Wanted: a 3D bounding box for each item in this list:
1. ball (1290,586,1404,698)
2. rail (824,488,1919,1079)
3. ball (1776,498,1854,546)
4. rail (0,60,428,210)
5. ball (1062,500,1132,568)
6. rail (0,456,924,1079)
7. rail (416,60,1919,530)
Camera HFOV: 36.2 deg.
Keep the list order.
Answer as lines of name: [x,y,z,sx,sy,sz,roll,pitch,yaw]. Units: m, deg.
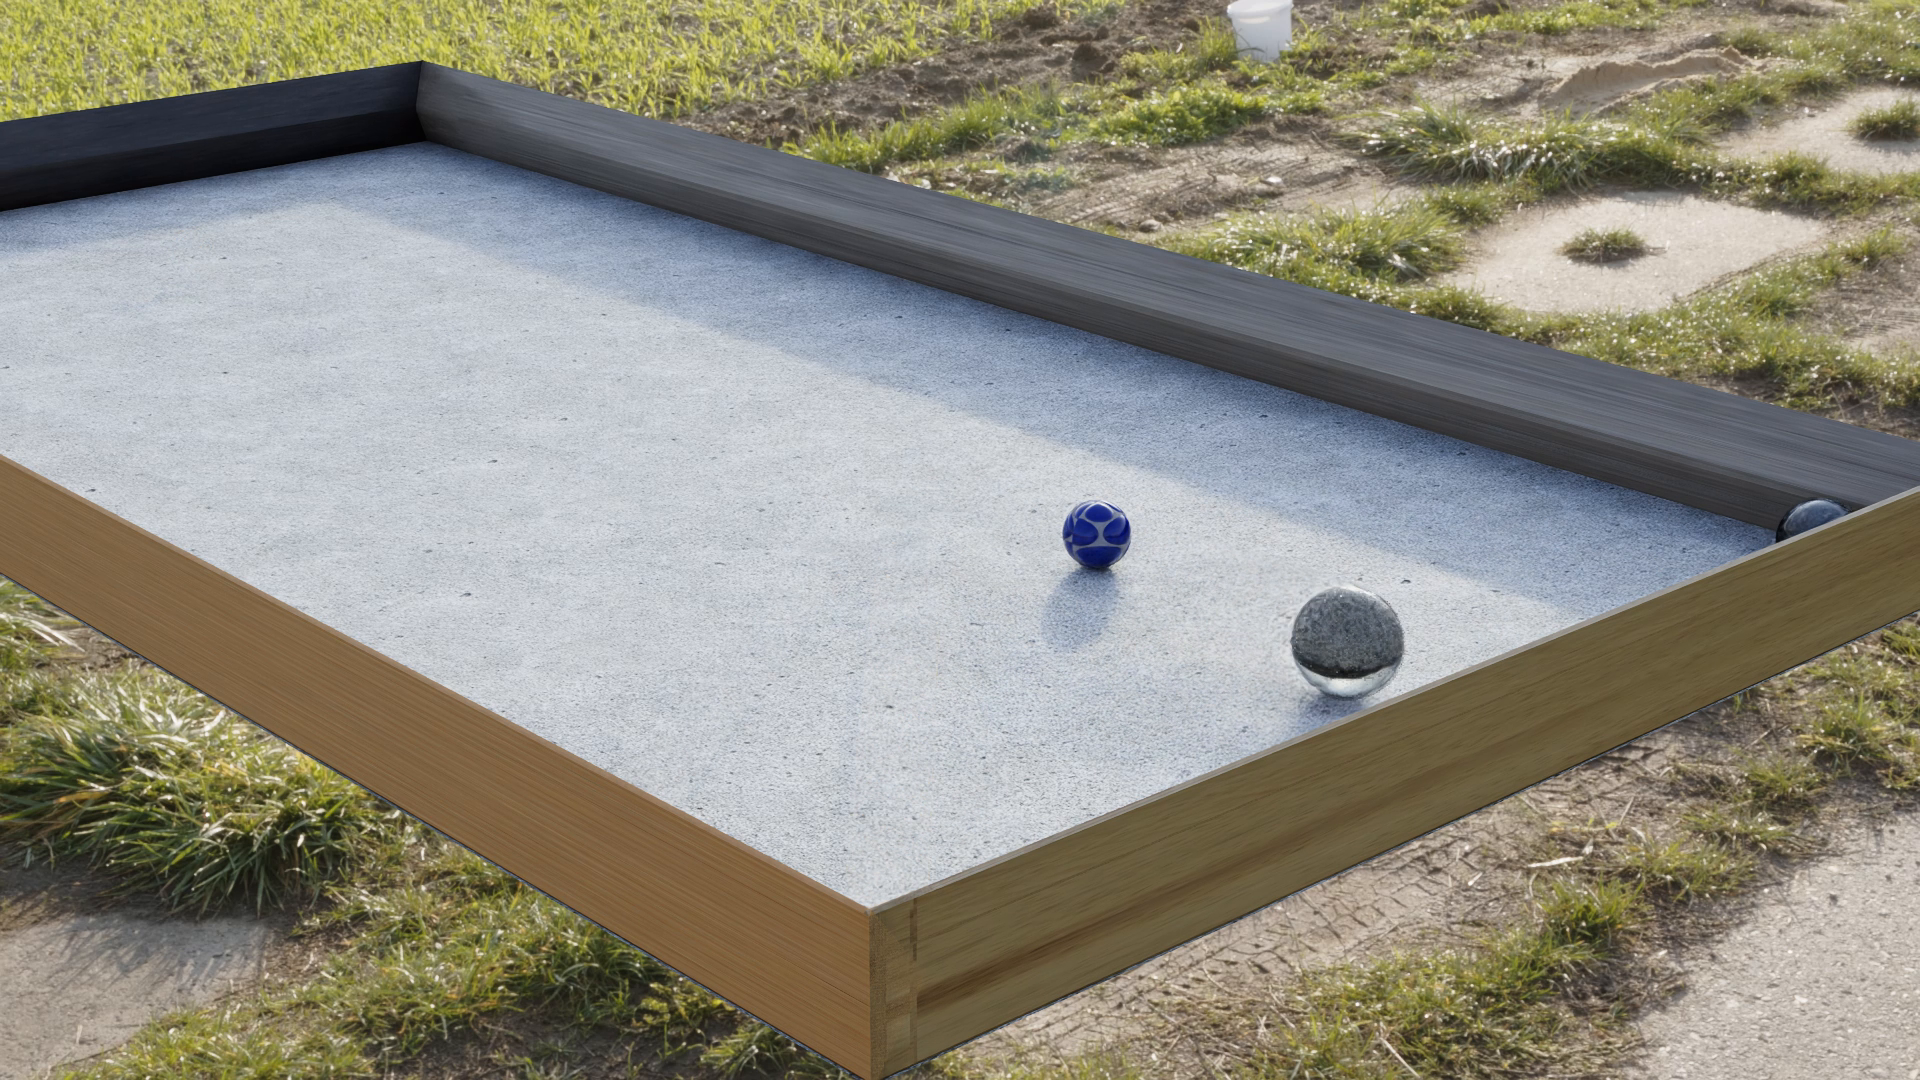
ball: [0.330,0.087,2.509,0.096,0.096,0.096,0,20,0]
rail: [0.432,0.134,2.333,1.364,0.125,0.045,-17,26,-39]
ball: [0.810,0.001,2.769,0.081,0.081,0.081,0,20,0]
rail: [-1.329,-0.528,4.166,1.364,0.125,0.045,-17,26,-39]
ball: [0.131,-0.006,2.809,0.067,0.067,0.067,0,20,0]
rail: [-0.936,-0.047,2.834,0.045,0.125,2.674,-17,26,-39]
rail: [0.040,-0.347,3.664,0.045,0.125,2.674,-17,26,-39]
